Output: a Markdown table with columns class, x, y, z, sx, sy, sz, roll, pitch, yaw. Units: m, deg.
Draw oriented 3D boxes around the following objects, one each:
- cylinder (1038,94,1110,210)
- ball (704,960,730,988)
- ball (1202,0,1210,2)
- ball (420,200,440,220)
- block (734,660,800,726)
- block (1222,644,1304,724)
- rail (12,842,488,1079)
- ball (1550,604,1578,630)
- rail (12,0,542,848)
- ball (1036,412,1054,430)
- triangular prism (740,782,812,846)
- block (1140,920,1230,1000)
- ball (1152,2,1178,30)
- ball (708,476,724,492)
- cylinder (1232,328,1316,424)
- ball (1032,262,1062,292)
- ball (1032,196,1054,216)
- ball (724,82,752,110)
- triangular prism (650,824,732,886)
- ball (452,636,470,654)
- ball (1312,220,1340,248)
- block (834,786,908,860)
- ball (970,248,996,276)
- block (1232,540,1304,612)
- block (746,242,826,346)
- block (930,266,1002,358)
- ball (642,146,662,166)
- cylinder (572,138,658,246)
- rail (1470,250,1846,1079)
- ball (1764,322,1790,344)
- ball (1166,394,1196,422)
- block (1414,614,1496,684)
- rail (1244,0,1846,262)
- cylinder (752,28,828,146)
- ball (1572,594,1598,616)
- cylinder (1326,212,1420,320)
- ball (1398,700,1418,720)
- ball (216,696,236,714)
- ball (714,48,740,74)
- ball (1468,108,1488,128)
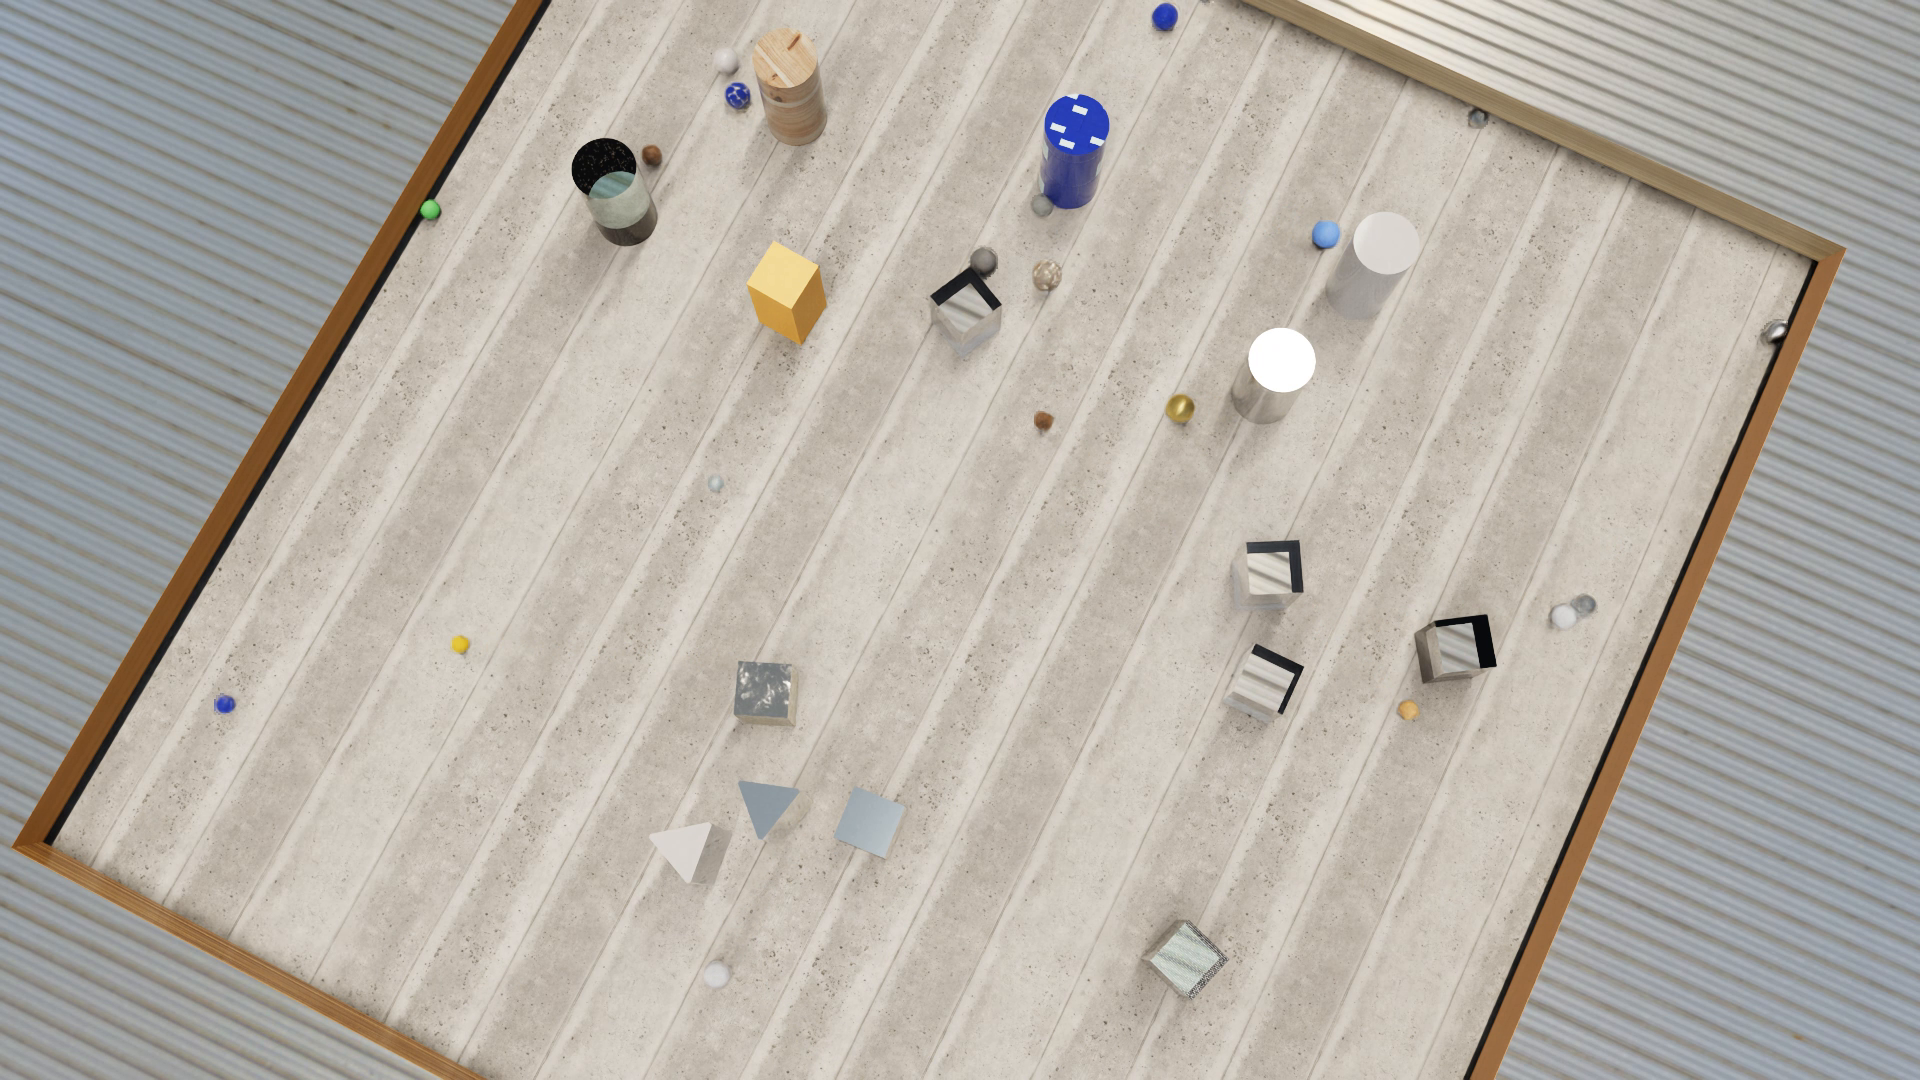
| class | x | y | z | sx | sy | sz | roll | pitch | yaw |
| --- | --- | --- | --- | --- | --- | --- | --- | --- | --- |
| cylinder | 0.347 | -1.191 | 5.647 | 0.194 | 0.423 | 0.194 | 0 | 78 | 0 |
| ball | -0.705 | 1.260 | 5.315 | 0.079 | 0.079 | 0.079 | 0 | 78 | 0 |
| ball | 0.800 | -1.770 | 5.961 | 0.043 | 0.043 | 0.043 | 0 | 78 | 0 |
| ball | -1.679 | -1.046 | 5.802 | 0.061 | 0.061 | 0.061 | 0 | 78 | 0 |
| block | -0.567 | 0.455 | 5.393 | 0.155 | 0.254 | 0.155 | 4 | 78 | 1 |
| block | 0.890 | 0.426 | 5.401 | 0.155 | 0.250 | 0.155 | 26 | 79 | 5 |
| rail | -0.906 | 1.781 | 5.183 | 4.096 | 0.126 | 0.045 | 26 | 80 | 5 |
| ball | 1.823 | 0.231 | 5.530 | 0.076 | 0.076 | 0.076 | 0 | 78 | 0 |
| rail | -1.811 | -0.880 | 5.733 | 0.045 | 0.126 | 4.099 | 26 | 80 | 5 |
| ball | 0.260 | -0.367 | 5.664 | 0.056 | 0.056 | 0.056 | 0 | 78 | 0 |
| triangular prism | -0.546 | 0.750 | 5.215 | 0.146 | 0.482 | 0.168 | 38 | 81 | 7 |
| block | 0.637 | 1.193 | 5.217 | 0.155 | 0.299 | 0.155 | 43 | 82 | 8 |
| ball | 0.664 | -1.692 | 5.924 | 0.084 | 0.084 | 0.084 | 0 | 78 | 0 |
| ball | -0.747 | -0.175 | 5.628 | 0.048 | 0.048 | 0.048 | 0 | 78 | 0 |
| cylinder | 0.942 | -0.490 | 5.534 | 0.194 | 0.360 | 0.194 | 0 | 78 | 0 |
| ball | 0.272 | -0.825 | 5.740 | 0.094 | 0.094 | 0.094 | 0 | 78 | 0 |
| ball | 0.263 | -1.058 | 5.802 | 0.066 | 0.066 | 0.066 | 0 | 78 | 0 |
| ball | -0.710 | -1.422 | 5.868 | 0.084 | 0.084 | 0.084 | 0 | 78 | 0 |
| triangular prism | -0.731 | 0.864 | 5.193 | 0.146 | 0.479 | 0.168 | -41 | 81 | -8 |
| ball | -1.506 | 0.315 | 5.524 | 0.054 | 0.054 | 0.054 | 0 | 78 | 0 |
| ball | 1.153 | -0.964 | 5.772 | 0.087 | 0.087 | 0.087 | 0 | 78 | 0 |
| block | -0.256 | 0.823 | 5.308 | 0.155 | 0.270 | 0.155 | 22 | 79 | 4 |
| ball | 0.072 | -0.874 | 5.753 | 0.086 | 0.086 | 0.086 | 0 | 78 | 0 |
| block | 0.911 | 0.108 | 5.445 | 0.155 | 0.293 | 0.155 | -3 | 78 | -1 |
| block | -0.525 | -0.749 | 5.592 | 0.155 | 0.352 | 0.155 | 30 | 80 | 6 |
| block | 0.018 | -0.699 | 5.639 | 0.155 | 0.239 | 0.155 | -37 | 81 | -7 |
| ball | -0.982 | -1.225 | 5.837 | 0.064 | 0.064 | 0.064 | 0 | 78 | 0 |
| cylinder | -1.058 | -1.065 | 5.637 | 0.194 | 0.391 | 0.194 | 0 | 78 | 0 |
| rail | 1.811 | 0.893 | 5.366 | 0.045 | 0.126 | 4.099 | 26 | 80 | 5 |
| ball | 2.548 | -0.647 | 5.715 | 0.069 | 0.069 | 0.069 | 0 | 78 | 0 |
| ball | 0.682 | -0.406 | 5.655 | 0.090 | 0.090 | 0.090 | 0 | 78 | 0 |
| block | 1.463 | 0.325 | 5.422 | 0.155 | 0.249 | 0.155 | -7 | 78 | -1 |
| rail | 0.906 | -1.768 | 5.917 | 4.096 | 0.126 | 0.045 | 26 | 80 | 5 |
| cylinder | -0.524 | -1.401 | 5.692 | 0.194 | 0.419 | 0.194 | 0 | 78 | 0 |
| ball | 1.889 | 0.196 | 5.540 | 0.070 | 0.070 | 0.070 | 0 | 78 | 0 |
| cylinder | 1.250 | -0.828 | 5.575 | 0.194 | 0.417 | 0.194 | 0 | 78 | 0 |
| ball | 1.342 | 0.508 | 5.483 | 0.056 | 0.056 | 0.056 | 0 | 78 | 0 |
| ball | -2.199 | 0.493 | 5.486 | 0.055 | 0.055 | 0.055 | 0 | 78 | 0 |
| ball | -0.752 | -1.541 | 5.893 | 0.083 | 0.083 | 0.083 | 0 | 78 | 0 |
| ball | 1.657 | -1.351 | 5.865 | 0.061 | 0.061 | 0.061 | 0 | 78 | 0 |
